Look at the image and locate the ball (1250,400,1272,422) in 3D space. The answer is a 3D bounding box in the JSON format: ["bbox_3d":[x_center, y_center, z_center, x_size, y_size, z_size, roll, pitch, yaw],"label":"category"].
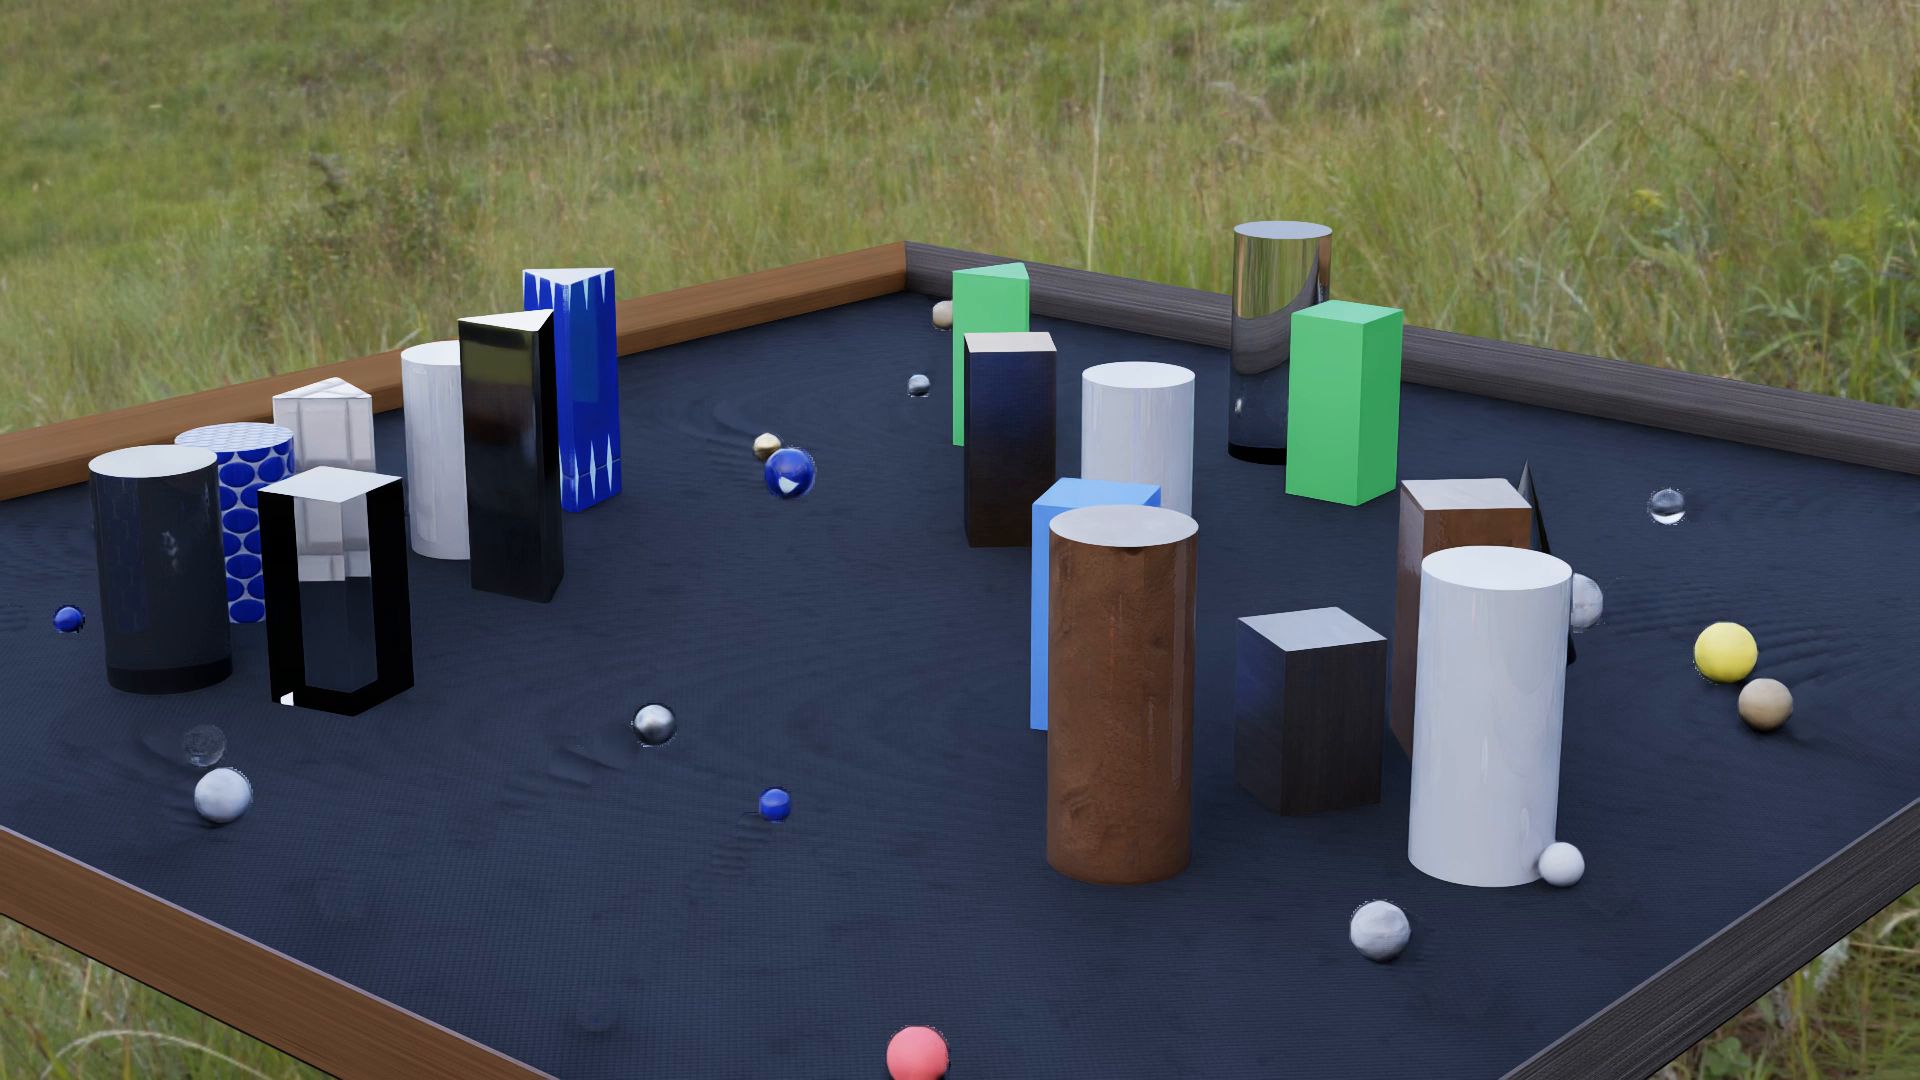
[{"bbox_3d":[0.644,-0.277,6.290,0.047,0.047,0.047,0,17,0],"label":"ball"}]

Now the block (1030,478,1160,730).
[{"bbox_3d":[0.208,0.103,4.490,0.158,0.358,0.158,5,18,17],"label":"block"}]

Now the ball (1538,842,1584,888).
[{"bbox_3d":[0.802,0.433,3.911,0.060,0.060,0.060,0,17,0],"label":"ball"}]

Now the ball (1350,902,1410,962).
[{"bbox_3d":[0.529,0.492,3.690,0.075,0.075,0.075,0,17,0],"label":"ball"}]

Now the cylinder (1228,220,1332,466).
[{"bbox_3d":[0.652,-0.403,5.984,0.197,0.465,0.197,0,17,0],"label":"cylinder"}]

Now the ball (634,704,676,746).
[{"bbox_3d":[-0.460,0.279,4.418,0.062,0.062,0.062,0,17,0],"label":"ball"}]

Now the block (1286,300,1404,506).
[{"bbox_3d":[0.750,-0.269,5.722,0.158,0.360,0.158,12,21,35],"label":"block"}]

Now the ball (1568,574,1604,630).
[{"bbox_3d":[1.034,0.105,4.937,0.097,0.097,0.097,0,17,0],"label":"ball"}]

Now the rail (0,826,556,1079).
[{"bbox_3d":[-1.200,0.431,3.796,3.599,0.128,0.045,14,22,39],"label":"rail"}]

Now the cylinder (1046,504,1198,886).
[{"bbox_3d":[0.216,0.207,3.944,0.197,0.474,0.197,0,17,0],"label":"cylinder"}]

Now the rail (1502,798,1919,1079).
[{"bbox_3d":[1.341,0.368,4.005,0.045,0.128,3.709,14,22,39],"label":"rail"}]

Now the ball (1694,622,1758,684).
[{"bbox_3d":[1.224,0.180,4.686,0.099,0.099,0.099,0,17,0],"label":"ball"}]

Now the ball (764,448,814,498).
[{"bbox_3d":[-0.333,-0.132,5.720,0.097,0.097,0.097,0,17,0],"label":"ball"}]

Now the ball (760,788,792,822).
[{"bbox_3d":[-0.259,0.374,4.132,0.046,0.046,0.046,0,17,0],"label":"ball"}]

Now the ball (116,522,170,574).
[{"bbox_3d":[-1.461,0.015,5.241,0.093,0.093,0.093,0,17,0],"label":"ball"}]

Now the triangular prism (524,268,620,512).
[{"bbox_3d":[-0.728,-0.298,5.668,0.148,0.445,0.171,-11,20,-33],"label":"triangular prism"}]

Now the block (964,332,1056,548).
[{"bbox_3d":[0.091,-0.187,5.432,0.158,0.369,0.158,-1,17,-4],"label":"block"}]

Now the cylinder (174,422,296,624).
[{"bbox_3d":[-1.235,-0.031,5.033,0.197,0.301,0.197,0,17,0],"label":"cylinder"}]

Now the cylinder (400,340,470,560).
[{"bbox_3d":[-0.915,-0.167,5.376,0.197,0.363,0.197,0,17,0],"label":"cylinder"}]

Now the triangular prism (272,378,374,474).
[{"bbox_3d":[-1.132,-0.121,5.301,0.171,0.319,0.148,0,17,-2],"label":"triangular prism"}]

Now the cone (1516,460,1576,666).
[{"bbox_3d":[0.917,0.028,4.788,0.197,0.331,0.197,0,17,0],"label":"cone"}]

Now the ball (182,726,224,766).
[{"bbox_3d":[-1.119,0.305,4.336,0.060,0.060,0.060,0,17,0],"label":"ball"}]

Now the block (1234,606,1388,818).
[{"bbox_3d":[0.501,0.245,4.210,0.158,0.248,0.158,-6,18,-19],"label":"block"}]

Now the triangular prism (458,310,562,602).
[{"bbox_3d":[-0.751,-0.153,5.121,0.171,0.483,0.148,10,20,30],"label":"triangular prism"}]

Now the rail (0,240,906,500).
[{"bbox_3d":[-1.341,-0.304,6.235,0.045,0.128,3.709,14,22,39],"label":"rail"}]

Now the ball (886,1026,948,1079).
[{"bbox_3d":[-0.049,0.593,3.359,0.072,0.072,0.072,0,17,0],"label":"ball"}]

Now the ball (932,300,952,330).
[{"bbox_3d":[-0.033,-0.548,7.147,0.072,0.072,0.072,0,17,0],"label":"ball"}]

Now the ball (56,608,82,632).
[{"bbox_3d":[-1.499,0.134,4.931,0.043,0.043,0.043,0,17,0],"label":"ball"}]

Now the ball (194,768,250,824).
[{"bbox_3d":[-1.037,0.360,4.124,0.077,0.077,0.077,0,17,0],"label":"ball"}]

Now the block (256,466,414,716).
[{"bbox_3d":[-0.976,0.078,4.593,0.158,0.346,0.158,8,18,25],"label":"block"}]

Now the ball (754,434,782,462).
[{"bbox_3d":[-0.392,-0.188,5.977,0.058,0.058,0.058,0,17,0],"label":"ball"}]

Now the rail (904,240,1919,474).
[{"bbox_3d":[1.200,-0.367,6.443,3.599,0.128,0.045,14,22,39],"label":"rail"}]

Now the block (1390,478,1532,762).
[{"bbox_3d":[0.744,0.120,4.373,0.158,0.393,0.158,-1,17,-4],"label":"block"}]

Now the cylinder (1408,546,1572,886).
[{"bbox_3d":[0.712,0.236,3.949,0.197,0.416,0.197,0,17,0],"label":"cylinder"}]

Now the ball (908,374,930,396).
[{"bbox_3d":[-0.091,-0.343,6.503,0.050,0.050,0.050,0,17,0],"label":"ball"}]

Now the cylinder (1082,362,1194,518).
[{"bbox_3d":[0.313,-0.113,5.188,0.197,0.369,0.197,0,17,0],"label":"cylinder"}]

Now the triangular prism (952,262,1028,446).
[{"bbox_3d":[0.094,-0.383,6.090,0.171,0.366,0.148,8,19,26],"label":"triangular prism"}]

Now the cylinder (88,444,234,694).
[{"bbox_3d":[-1.274,0.046,4.683,0.197,0.357,0.197,0,17,0],"label":"cylinder"}]

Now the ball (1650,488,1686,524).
[{"bbox_3d":[1.338,-0.063,5.545,0.067,0.067,0.067,0,17,0],"label":"ball"}]

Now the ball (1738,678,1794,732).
[{"bbox_3d":[1.229,0.251,4.475,0.082,0.082,0.082,0,17,0],"label":"ball"}]
